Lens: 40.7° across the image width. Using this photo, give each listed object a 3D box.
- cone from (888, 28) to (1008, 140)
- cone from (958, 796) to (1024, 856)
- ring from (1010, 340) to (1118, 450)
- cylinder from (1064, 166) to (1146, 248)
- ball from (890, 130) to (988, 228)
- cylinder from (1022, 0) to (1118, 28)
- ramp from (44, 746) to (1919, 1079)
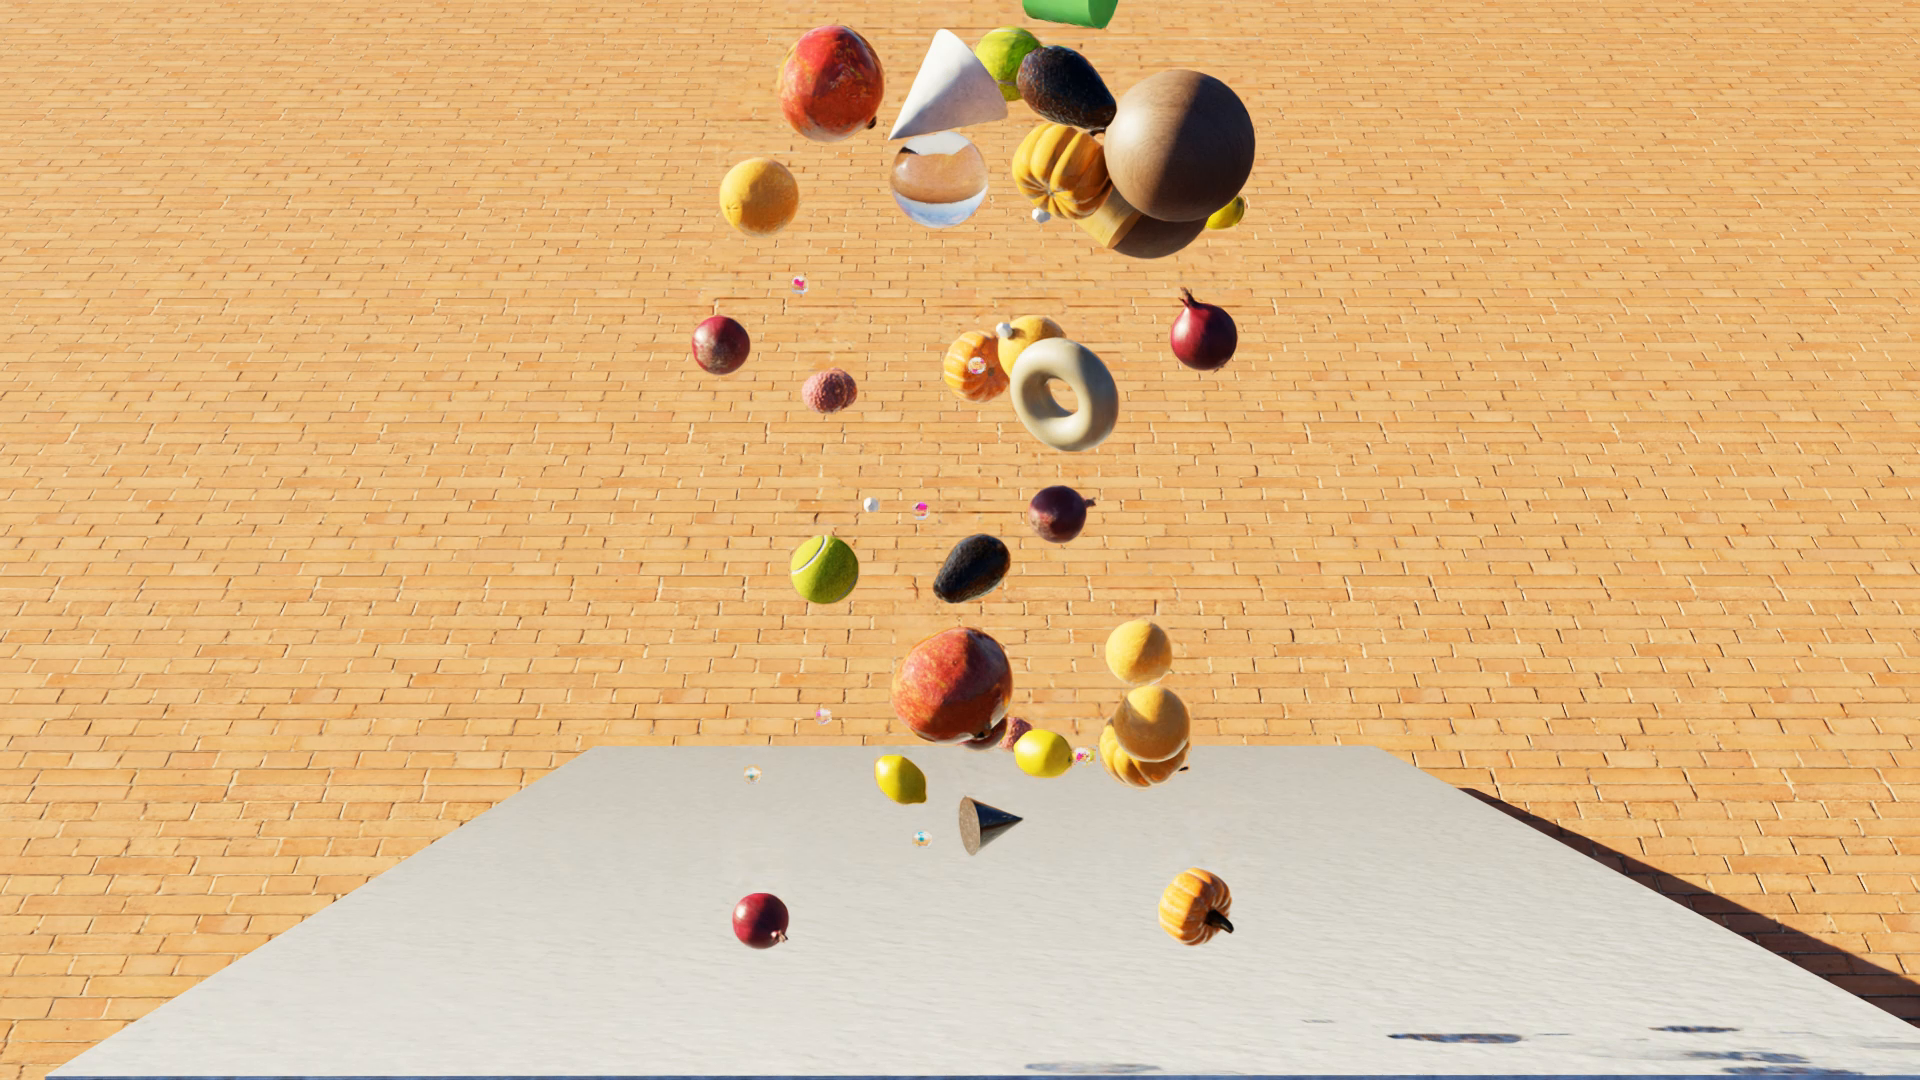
[{"bbox_3d":[-0.027,-0.388,2.318,0.100,0.100,0.100,-39,40,-8],"label":"cone"},{"bbox_3d":[0.041,0.313,2.869,0.066,0.066,0.066,-5,29,-20],"label":"cone"},{"bbox_3d":[0.103,-0.142,2.543,0.120,0.120,0.040,18,39,29],"label":"ring"},{"bbox_3d":[0.136,-0.314,2.444,0.055,0.055,0.055,41,41,9],"label":"cylinder"},{"bbox_3d":[-0.021,-0.356,2.548,0.097,0.097,0.097,0,29,0],"label":"ball"},{"bbox_3d":[0.100,-0.495,2.313,0.066,0.066,0.066,14,32,25],"label":"cylinder"},{"bbox_3d":[0.066,0.587,4.636,2.000,0.100,4.000,0,0,0],"label":"ramp"}]
